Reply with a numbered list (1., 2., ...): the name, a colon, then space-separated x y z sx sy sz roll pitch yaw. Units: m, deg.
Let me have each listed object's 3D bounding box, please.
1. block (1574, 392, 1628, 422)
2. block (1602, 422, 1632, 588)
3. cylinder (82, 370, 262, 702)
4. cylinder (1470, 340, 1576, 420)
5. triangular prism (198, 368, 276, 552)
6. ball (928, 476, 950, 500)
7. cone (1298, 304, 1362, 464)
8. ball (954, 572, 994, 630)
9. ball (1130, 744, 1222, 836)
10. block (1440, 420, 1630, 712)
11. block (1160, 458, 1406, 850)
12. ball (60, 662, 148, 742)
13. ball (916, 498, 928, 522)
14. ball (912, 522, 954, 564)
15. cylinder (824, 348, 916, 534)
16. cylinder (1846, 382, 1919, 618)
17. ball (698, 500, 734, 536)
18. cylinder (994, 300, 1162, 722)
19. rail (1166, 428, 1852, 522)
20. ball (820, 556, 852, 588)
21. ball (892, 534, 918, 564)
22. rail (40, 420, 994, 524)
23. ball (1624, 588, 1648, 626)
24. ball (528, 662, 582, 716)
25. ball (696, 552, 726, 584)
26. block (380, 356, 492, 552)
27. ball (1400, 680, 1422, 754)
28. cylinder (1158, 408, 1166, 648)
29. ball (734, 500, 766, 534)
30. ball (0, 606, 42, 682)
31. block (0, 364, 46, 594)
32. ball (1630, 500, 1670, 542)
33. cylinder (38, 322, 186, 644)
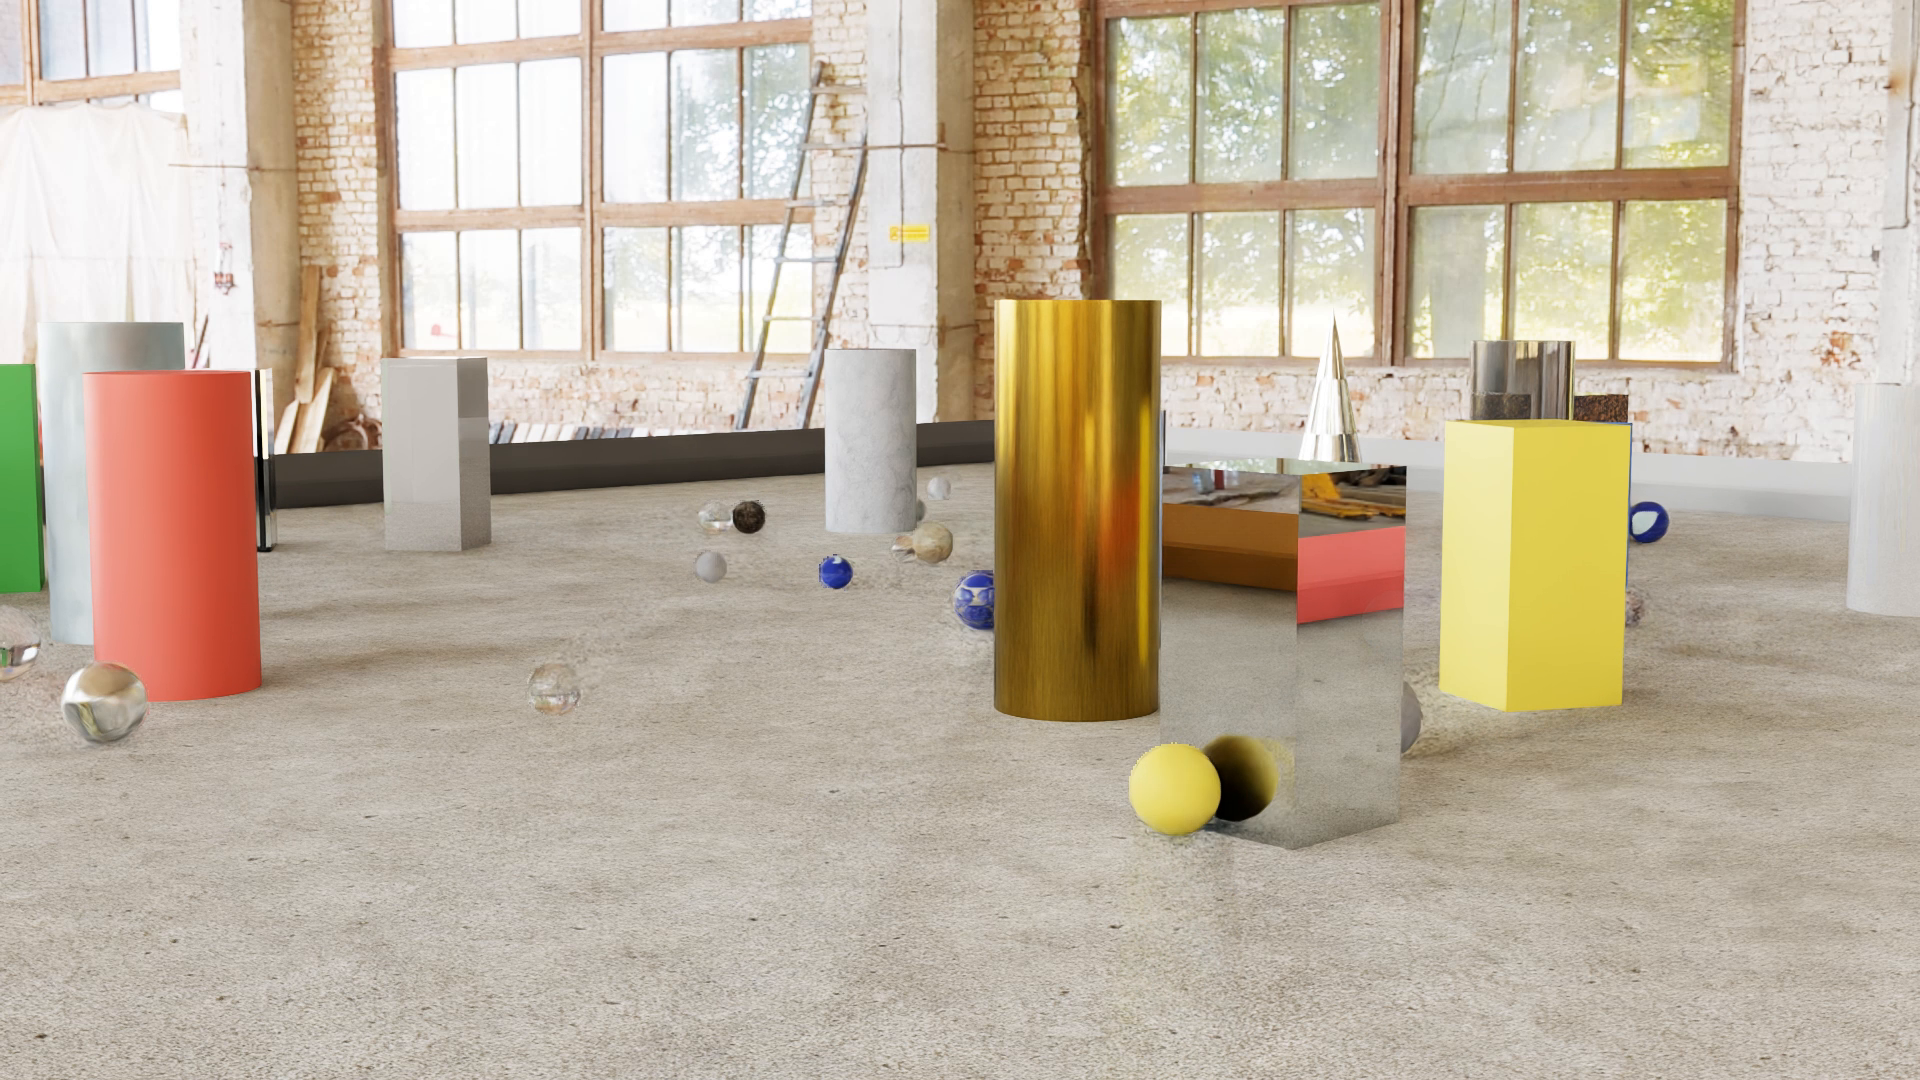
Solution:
1. block: 1.156 -0.138 4.169 0.146 0.279 0.146 -3 7 -23
2. block: 0.911 -0.039 3.289 0.146 0.269 0.146 3 7 29
3. cylinder: -0.913 -0.010 2.552 0.183 0.368 0.183 0 6 0
4. cylinder: 1.010 -0.168 3.964 0.183 0.382 0.183 0 6 0
5. triangular prism: -1.307 -0.151 4.052 0.158 0.330 0.137 2 6 17
6. ball: -0.048 -0.118 5.042 0.054 0.054 0.054 0 6 0
7. cone: 0.704 -0.223 4.174 0.183 0.448 0.183 0 6 0
8. ball: 0.031 0.083 3.025 0.081 0.081 0.081 0 6 0
9. ball: 0.181 0.209 1.842 0.076 0.076 0.076 0 6 0
10. block: 0.649 0.024 2.492 0.146 0.313 0.146 -2 6 -17
11. block: 0.277 0.090 1.890 0.146 0.309 0.146 -6 8 -43
12. ball: -0.875 0.166 2.248 0.083 0.083 0.083 0 6 0
13. ball: -0.093 -0.061 4.530 0.050 0.050 0.050 0 6 0
14. ball: -0.046 0.005 3.731 0.070 0.070 0.070 0 6 0
15. cylinder: -0.178 -0.200 4.380 0.183 0.359 0.183 0 6 0
16. cylinder: 1.404 -0.063 3.223 0.183 0.330 0.183 0 6 0
17. ball: -0.475 -0.044 4.277 0.069 0.069 0.069 0 6 0
18. cylinder: 0.129 -0.038 2.426 0.183 0.450 0.183 0 6 0
19. rail: 1.576 -0.123 4.778 0.045 0.119 4.240 -6 8 -42
20. ball: -0.195 0.052 3.467 0.051 0.051 0.051 0 6 0
21. ball: -0.093 0.017 3.799 0.051 0.051 0.051 0 6 0
22. rail: -1.422 -0.132 4.864 4.335 0.119 0.045 -6 8 -42
23. ball: 0.931 0.094 3.065 0.052 0.052 0.052 0 6 0
24. ball: -0.442 0.163 2.394 0.058 0.058 0.058 0 6 0
25. ball: -0.401 0.044 3.541 0.051 0.051 0.051 0 6 0
26. block: -0.967 -0.162 4.064 0.146 0.349 0.146 1 6 10
27. ball: 0.407 0.173 2.154 0.089 0.089 0.089 0 6 0
28. cylinder: 0.179 -0.017 2.893 0.183 0.310 0.183 0 6 0
29. ball: -0.414 -0.045 4.310 0.065 0.065 0.065 0 6 0
30. ball: -1.141 0.123 2.614 0.090 0.090 0.090 0 6 0
31. block: -1.529 -0.099 3.459 0.146 0.352 0.146 -2 6 -20
32. ball: 1.295 -0.034 4.141 0.080 0.080 0.080 0 6 0
33. cylinder: -1.135 -0.081 2.964 0.183 0.422 0.183 0 6 0
